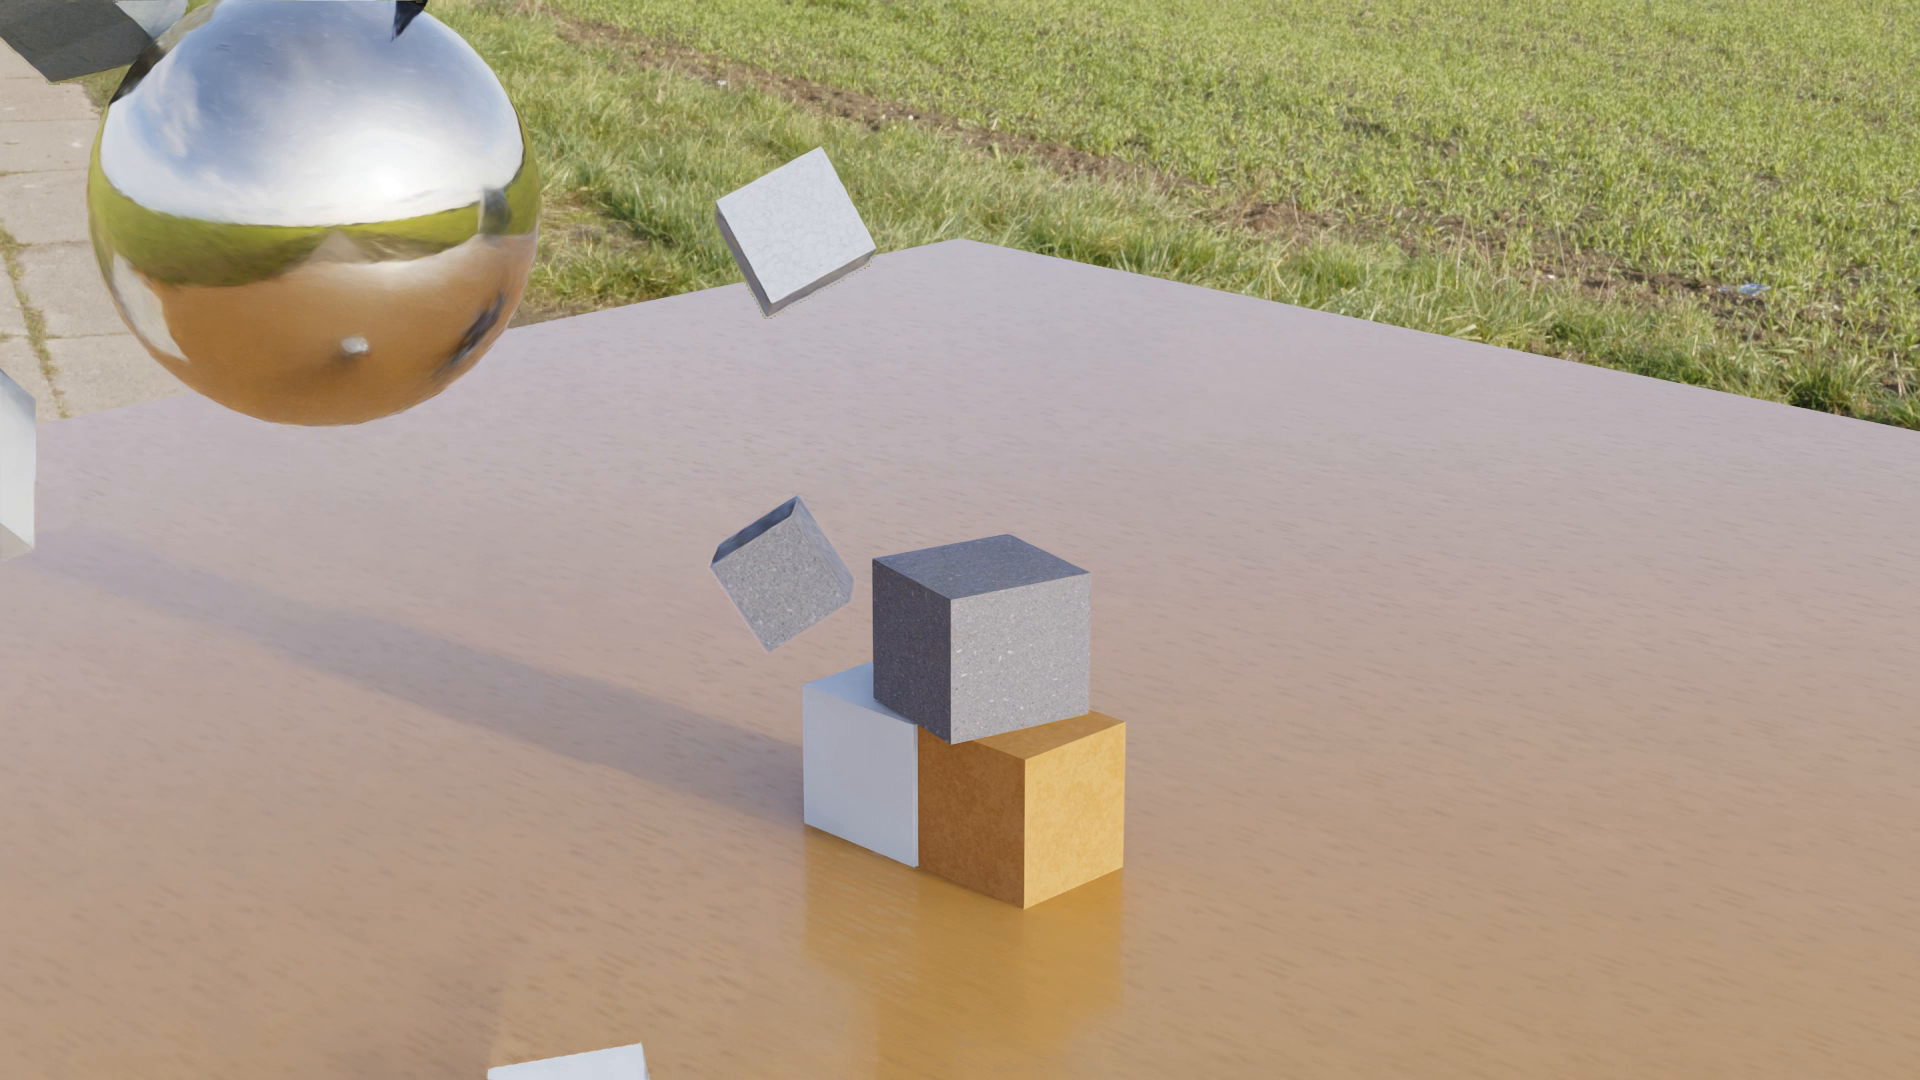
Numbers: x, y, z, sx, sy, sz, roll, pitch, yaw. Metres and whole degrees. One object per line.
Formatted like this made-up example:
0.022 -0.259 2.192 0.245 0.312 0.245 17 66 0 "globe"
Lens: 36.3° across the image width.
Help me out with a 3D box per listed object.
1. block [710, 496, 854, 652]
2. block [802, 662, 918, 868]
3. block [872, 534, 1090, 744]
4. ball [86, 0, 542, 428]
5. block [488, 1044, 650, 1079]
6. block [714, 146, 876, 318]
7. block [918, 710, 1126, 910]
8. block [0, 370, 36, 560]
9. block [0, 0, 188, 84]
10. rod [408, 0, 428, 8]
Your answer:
-0.695 0.129 11.519 0.379 0.408 0.383 -32 10 7 "block"
-0.223 1.020 13.928 0.748 0.703 0.730 17 24 42 "block"
0.094 0.441 13.415 0.737 0.680 0.695 -10 20 -30 "block"
-2.310 -1.203 10.543 1.600 1.600 1.600 0 17 0 "ball"
-1.293 2.180 10.025 0.535 0.587 0.589 -9 35 -3 "block"
-0.602 -1.109 10.594 0.423 0.410 0.475 -29 2 -6 "block"
0.281 1.166 13.437 0.660 0.718 0.676 -17 24 -42 "block"
-3.855 -0.329 10.658 0.628 0.750 0.673 -18 58 12 "block"
-3.237 -2.108 10.789 0.580 0.557 0.525 -7 58 27 "block"
-1.001 -4.316 10.936 0.080 5.200 0.080 17 -9 42 "rod"
